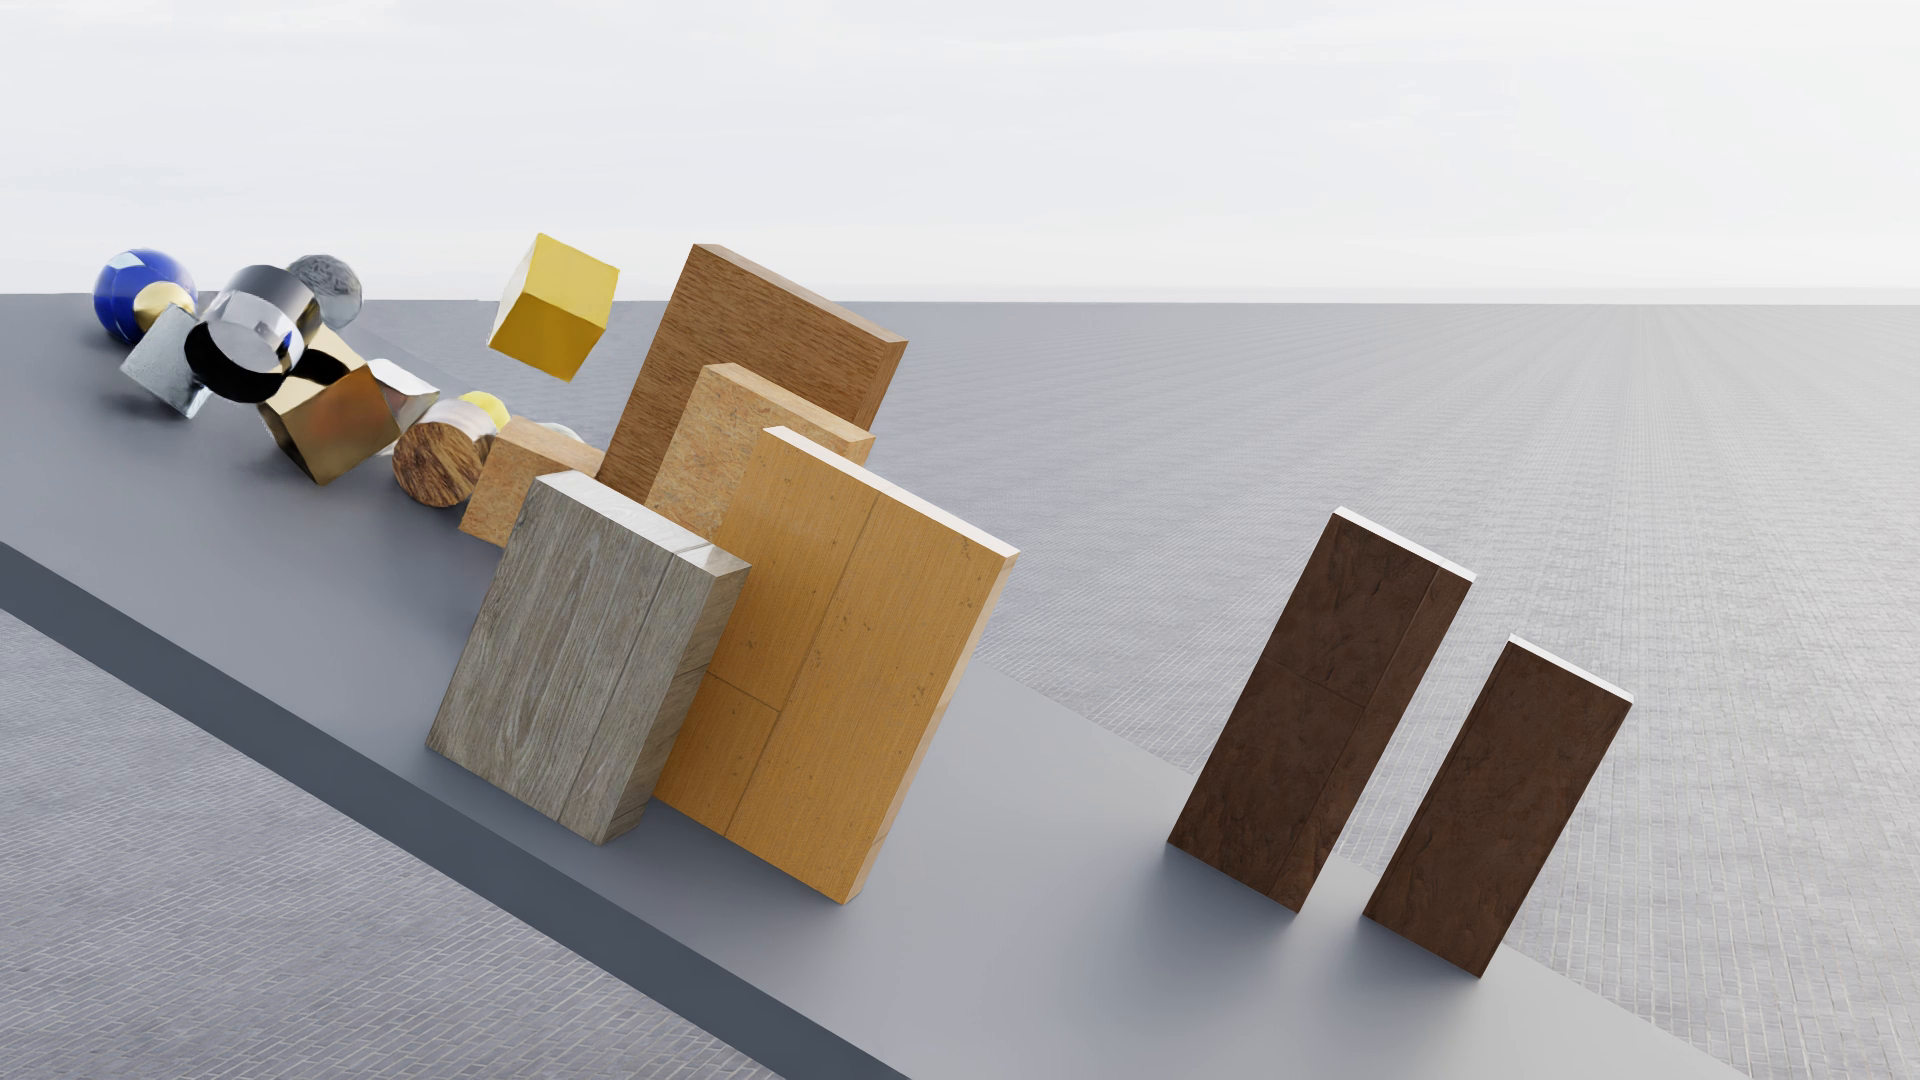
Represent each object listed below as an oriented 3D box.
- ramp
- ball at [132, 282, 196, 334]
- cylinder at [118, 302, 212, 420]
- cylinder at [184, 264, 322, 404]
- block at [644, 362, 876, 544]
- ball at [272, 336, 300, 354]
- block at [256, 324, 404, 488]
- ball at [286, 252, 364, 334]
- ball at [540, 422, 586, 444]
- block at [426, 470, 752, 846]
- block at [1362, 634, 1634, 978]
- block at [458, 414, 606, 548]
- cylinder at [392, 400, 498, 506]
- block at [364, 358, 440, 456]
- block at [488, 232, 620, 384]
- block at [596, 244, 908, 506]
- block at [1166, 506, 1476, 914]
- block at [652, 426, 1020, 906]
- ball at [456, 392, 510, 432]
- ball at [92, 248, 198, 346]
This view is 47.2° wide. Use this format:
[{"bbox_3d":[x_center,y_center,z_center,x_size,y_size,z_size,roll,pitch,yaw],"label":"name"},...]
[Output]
[{"bbox_3d":[-0.260,0.443,4.168,4.000,0.100,2.000,28,14,12],"label":"ramp"},{"bbox_3d":[-1.591,-0.458,4.394,0.117,0.117,0.117,0,7,0],"label":"ball"},{"bbox_3d":[-1.518,-0.350,4.285,0.164,0.164,0.164,34,-9,6],"label":"cylinder"},{"bbox_3d":[-1.340,-0.392,4.177,0.190,0.190,0.190,1,39,11],"label":"cylinder"},{"bbox_3d":[-0.428,0.003,4.085,0.311,0.579,0.143,28,14,12],"label":"block"},{"bbox_3d":[-1.328,-0.317,4.515,0.207,0.207,0.207,0,7,0],"label":"ball"},{"bbox_3d":[-1.252,-0.265,4.314,0.192,0.192,0.192,-36,47,-20],"label":"block"},{"bbox_3d":[-1.307,-0.503,4.495,0.168,0.168,0.168,0,7,0],"label":"ball"},{"bbox_3d":[-0.885,-0.154,4.707,0.194,0.194,0.194,0,7,0],"label":"ball"},{"bbox_3d":[-0.576,0.178,3.397,0.328,0.468,0.137,28,14,12],"label":"block"},{"bbox_3d":[1.106,0.549,4.538,0.271,0.657,0.092,28,14,12],"label":"block"},{"bbox_3d":[-0.869,-0.101,4.497,0.210,0.210,0.210,23,14,-7],"label":"block"},{"bbox_3d":[-1.046,-0.179,4.484,0.177,0.177,0.177,0,18,0],"label":"cylinder"},{"bbox_3d":[-1.229,-0.283,4.682,0.146,0.146,0.146,29,14,8],"label":"block"},{"bbox_3d":[-0.832,-0.476,4.509,0.181,0.181,0.181,24,-46,-21],"label":"block"},{"bbox_3d":[-0.458,-0.176,4.425,0.447,0.711,0.127,28,14,12],"label":"block"},{"bbox_3d":[0.725,0.342,4.431,0.300,0.761,0.119,28,14,12],"label":"block"},{"bbox_3d":[-0.238,0.201,3.547,0.444,0.635,0.084,28,14,12],"label":"block"},{"bbox_3d":[-1.073,-0.260,4.892,0.141,0.141,0.141,0,7,0],"label":"ball"},{"bbox_3d":[-1.698,-0.506,4.585,0.206,0.206,0.206,0,7,0],"label":"ball"}]
